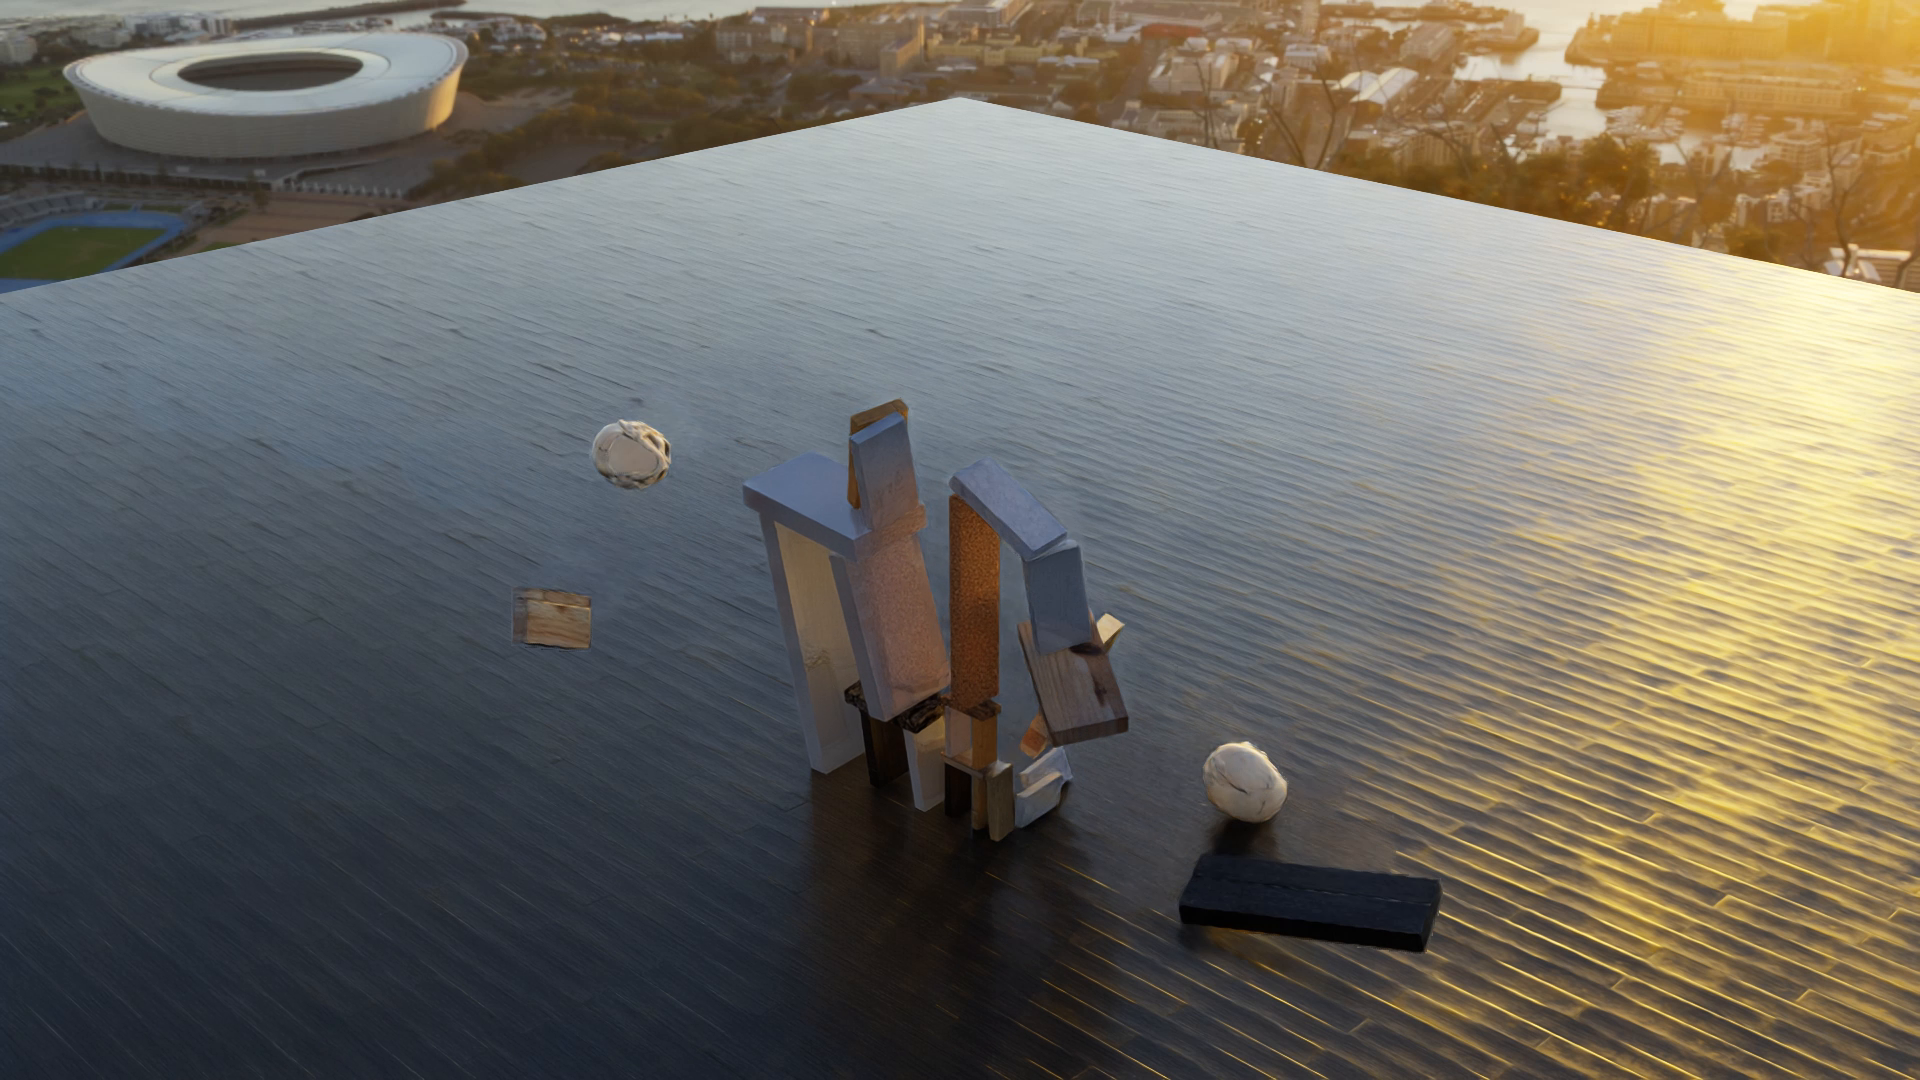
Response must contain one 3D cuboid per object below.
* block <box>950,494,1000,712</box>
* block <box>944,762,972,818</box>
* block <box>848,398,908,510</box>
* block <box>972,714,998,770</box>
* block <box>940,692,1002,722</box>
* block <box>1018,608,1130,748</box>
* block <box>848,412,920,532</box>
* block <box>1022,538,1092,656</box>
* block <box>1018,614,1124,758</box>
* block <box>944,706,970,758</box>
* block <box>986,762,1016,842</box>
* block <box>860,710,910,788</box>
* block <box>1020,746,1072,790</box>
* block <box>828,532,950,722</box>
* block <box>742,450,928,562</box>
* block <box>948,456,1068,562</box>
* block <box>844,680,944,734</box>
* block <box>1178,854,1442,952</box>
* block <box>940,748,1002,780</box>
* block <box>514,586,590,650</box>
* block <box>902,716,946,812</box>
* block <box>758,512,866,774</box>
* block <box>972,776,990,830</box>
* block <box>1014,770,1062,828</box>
[{"bbox_3d":[0.029,0.112,4.249,0.030,0.445,0.107,20,30,40],"label":"block"},{"bbox_3d":[-0.004,0.494,4.443,0.017,0.119,0.059,21,31,41],"label":"block"},{"bbox_3d":[-0.158,-0.164,4.205,0.108,0.216,0.031,-22,50,-25],"label":"block"},{"bbox_3d":[0.048,0.393,4.343,0.016,0.112,0.056,19,29,37],"label":"block"},{"bbox_3d":[0.022,0.324,4.341,0.113,0.016,0.056,21,30,40],"label":"block"},{"bbox_3d":[0.215,0.261,4.215,0.148,0.042,0.295,-11,44,-5],"label":"block"},{"bbox_3d":[-0.141,-0.128,4.126,0.108,0.216,0.031,-30,46,-23],"label":"block"},{"bbox_3d":[0.185,0.110,4.187,0.107,0.214,0.030,-16,31,-12],"label":"block"},{"bbox_3d":[0.225,0.297,4.475,0.042,0.295,0.148,34,25,11],"label":"block"},{"bbox_3d":[-0.005,0.373,4.390,0.016,0.112,0.056,21,30,40],"label":"block"},{"bbox_3d":[0.081,0.518,4.356,0.020,0.139,0.069,7,21,31],"label":"block"},{"bbox_3d":[-0.150,0.402,4.539,0.101,0.203,0.029,-29,35,-35],"label":"block"},{"bbox_3d":[0.178,0.485,4.527,0.020,0.069,0.139,-10,13,38],"label":"block"},{"bbox_3d":[-0.134,0.157,4.329,0.180,0.359,0.051,-28,27,-32],"label":"block"},{"bbox_3d":[-0.250,-0.070,4.329,0.180,0.051,0.359,-28,36,-33],"label":"block"},{"bbox_3d":[0.090,-0.061,4.132,0.214,0.030,0.107,44,44,15],"label":"block"},{"bbox_3d":[-0.127,0.323,4.434,0.203,0.029,0.101,20,39,40],"label":"block"},{"bbox_3d":[0.640,0.663,4.035,0.453,0.042,0.148,3,34,25],"label":"block"},{"bbox_3d":[0.024,0.442,4.392,0.119,0.017,0.059,21,30,40],"label":"block"},{"bbox_3d":[-0.808,0.157,4.361,0.031,0.108,0.216,-4,-8,24],"label":"block"},{"bbox_3d":[-0.056,0.439,4.449,0.101,0.202,0.029,-29,35,-34],"label":"block"},{"bbox_3d":[-0.276,0.184,4.546,0.180,0.590,0.051,-28,30,-35],"label":"block"},{"bbox_3d":[0.052,0.515,4.393,0.059,0.119,0.017,-19,30,-38],"label":"block"},{"bbox_3d":[0.158,0.522,4.428,0.020,0.069,0.139,18,25,30],"label":"block"}]
